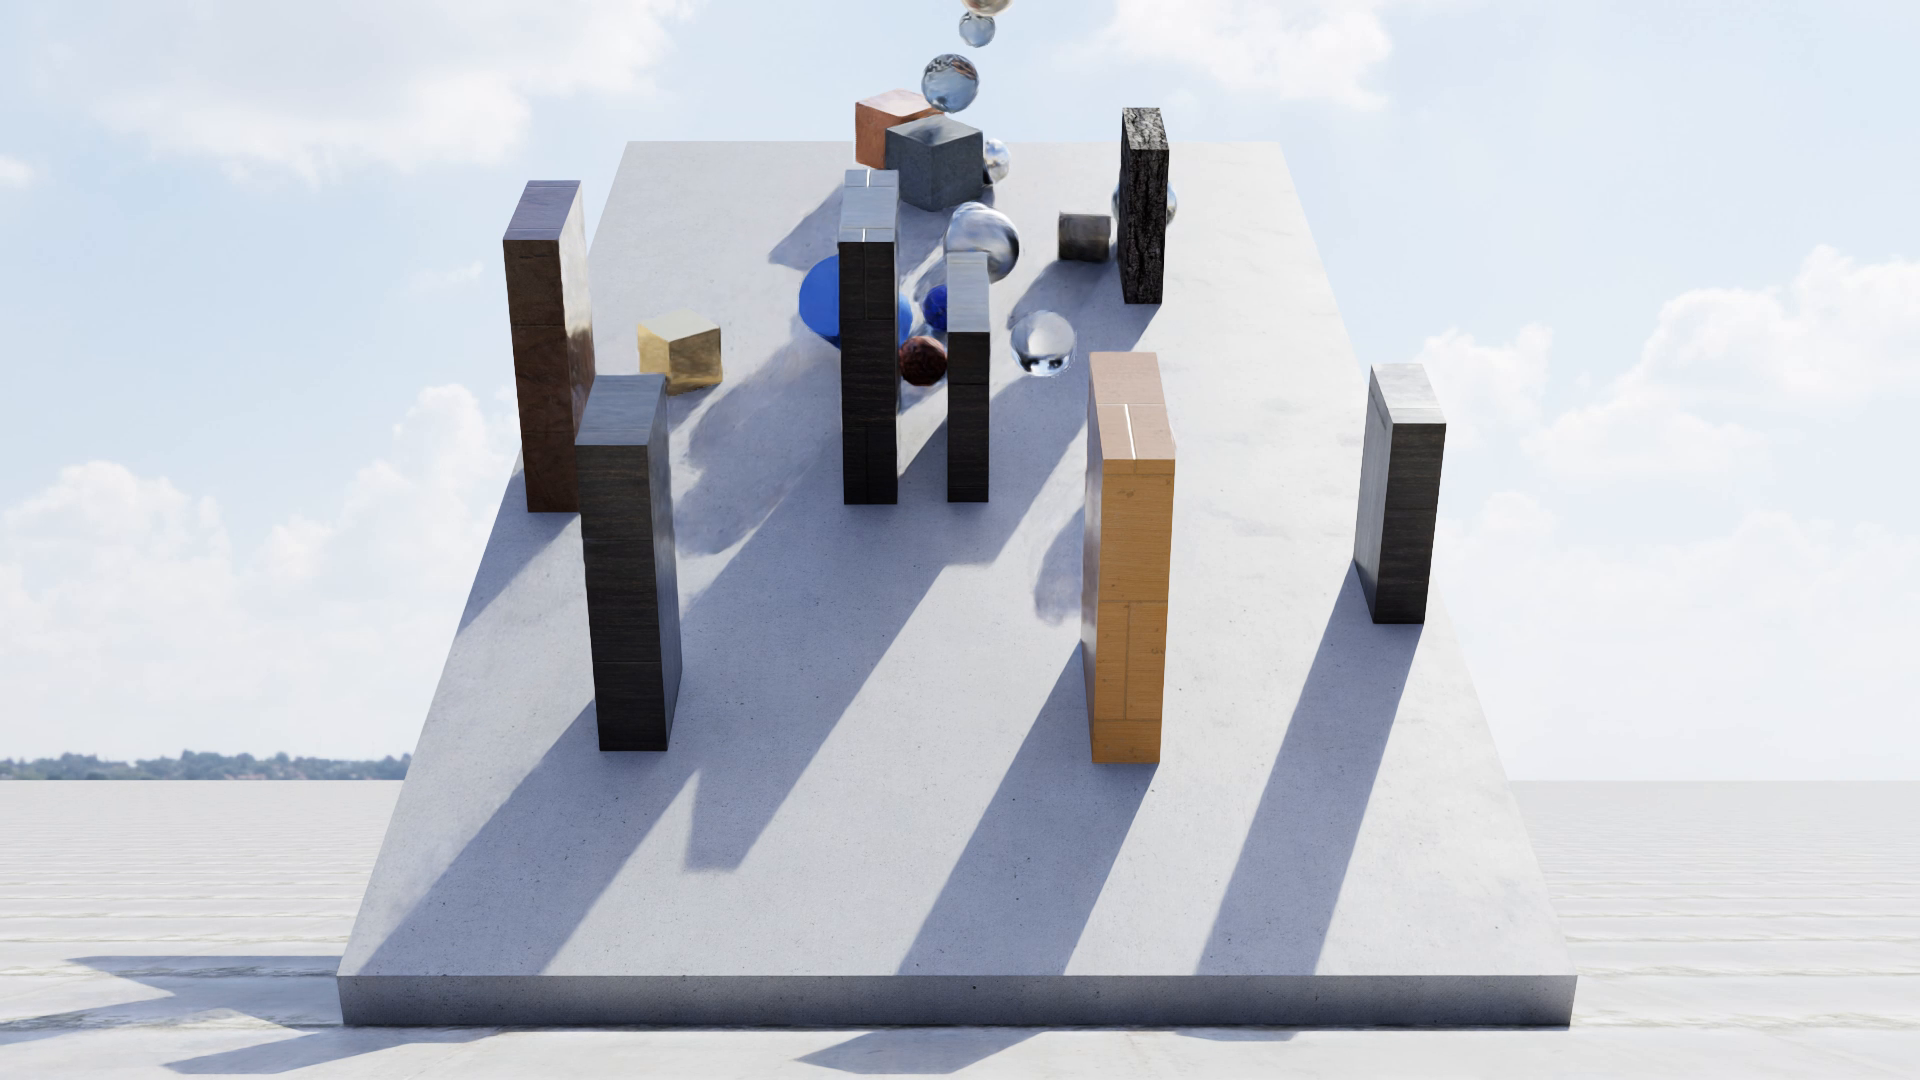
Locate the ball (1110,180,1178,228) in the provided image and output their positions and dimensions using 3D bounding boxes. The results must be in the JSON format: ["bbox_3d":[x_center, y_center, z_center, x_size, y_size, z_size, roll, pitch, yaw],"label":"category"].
[{"bbox_3d":[0.511,-0.932,6.643,0.186,0.186,0.186,0,-6,0],"label":"ball"}]

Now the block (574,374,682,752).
[{"bbox_3d":[-0.602,0.044,4.399,0.125,0.631,0.287,0,29,0],"label":"block"}]

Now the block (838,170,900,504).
[{"bbox_3d":[-0.197,-0.453,5.319,0.117,0.618,0.433,0,29,0],"label":"block"}]

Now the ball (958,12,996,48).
[{"bbox_3d":[0.051,-1.525,7.146,0.115,0.115,0.115,0,-6,0],"label":"ball"}]

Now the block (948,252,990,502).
[{"bbox_3d":[0.017,-0.370,5.385,0.091,0.410,0.445,0,29,0],"label":"block"}]

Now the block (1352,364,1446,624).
[{"bbox_3d":[0.885,-0.095,4.848,0.104,0.450,0.277,0,29,0],"label":"block"}]

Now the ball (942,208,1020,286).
[{"bbox_3d":[0.057,-0.767,6.266,0.204,0.204,0.204,0,-6,0],"label":"ball"}]

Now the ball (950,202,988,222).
[{"bbox_3d":[0.035,-0.867,6.586,0.124,0.124,0.124,0,-6,0],"label":"ball"}]

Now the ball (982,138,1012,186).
[{"bbox_3d":[0.082,-1.103,6.988,0.139,0.139,0.139,0,-6,0],"label":"ball"}]

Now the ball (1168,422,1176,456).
[{"bbox_3d":[0.386,-0.208,5.324,0.187,0.187,0.187,0,-6,0],"label":"ball"}]

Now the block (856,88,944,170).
[{"bbox_3d":[-0.177,-1.205,7.088,0.185,0.185,0.185,25,37,36],"label":"block"}]

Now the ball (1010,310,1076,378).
[{"bbox_3d":[0.202,-0.478,5.841,0.162,0.162,0.162,0,-6,0],"label":"ball"}]

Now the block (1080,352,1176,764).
[{"bbox_3d":[0.304,0.029,4.439,0.124,0.624,0.443,0,29,0],"label":"block"}]

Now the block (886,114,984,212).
[{"bbox_3d":[-0.074,-1.086,6.907,0.199,0.199,0.199,-23,36,-36],"label":"block"}]

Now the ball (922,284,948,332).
[{"bbox_3d":[-0.036,-0.586,6.078,0.122,0.122,0.122,0,-6,0],"label":"ball"}]

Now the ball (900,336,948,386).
[{"bbox_3d":[-0.089,-0.420,5.622,0.121,0.121,0.121,0,-6,0],"label":"ball"}]

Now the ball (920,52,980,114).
[{"bbox_3d":[-0.026,-1.285,6.744,0.168,0.168,0.168,0,-6,0],"label":"ball"}]

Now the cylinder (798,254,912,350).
[{"bbox_3d":[-0.254,-0.564,5.858,0.208,0.208,0.208,-2,-15,24],"label":"cylinder"}]

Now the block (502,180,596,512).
[{"bbox_3d":[-0.886,-0.424,5.242,0.116,0.636,0.350,0,29,0],"label":"block"}]

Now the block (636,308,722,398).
[{"bbox_3d":[-0.679,-0.455,5.810,0.146,0.146,0.146,-20,35,-33],"label":"block"}]

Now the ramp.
[{"bbox_3d":[-0.012,-0.218,5.638,2.000,0.100,4.000,0,29,0],"label":"ramp"}]

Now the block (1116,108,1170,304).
[{"bbox_3d":[0.479,-0.881,6.305,0.099,0.423,0.329,0,29,0],"label":"block"}]

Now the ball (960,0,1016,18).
[{"bbox_3d":[0.080,-1.618,6.989,0.186,0.186,0.186,0,-6,0],"label":"ball"}]

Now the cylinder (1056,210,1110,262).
[{"bbox_3d":[0.334,-0.822,6.490,0.135,0.135,0.135,1,-6,-1],"label":"cylinder"}]
